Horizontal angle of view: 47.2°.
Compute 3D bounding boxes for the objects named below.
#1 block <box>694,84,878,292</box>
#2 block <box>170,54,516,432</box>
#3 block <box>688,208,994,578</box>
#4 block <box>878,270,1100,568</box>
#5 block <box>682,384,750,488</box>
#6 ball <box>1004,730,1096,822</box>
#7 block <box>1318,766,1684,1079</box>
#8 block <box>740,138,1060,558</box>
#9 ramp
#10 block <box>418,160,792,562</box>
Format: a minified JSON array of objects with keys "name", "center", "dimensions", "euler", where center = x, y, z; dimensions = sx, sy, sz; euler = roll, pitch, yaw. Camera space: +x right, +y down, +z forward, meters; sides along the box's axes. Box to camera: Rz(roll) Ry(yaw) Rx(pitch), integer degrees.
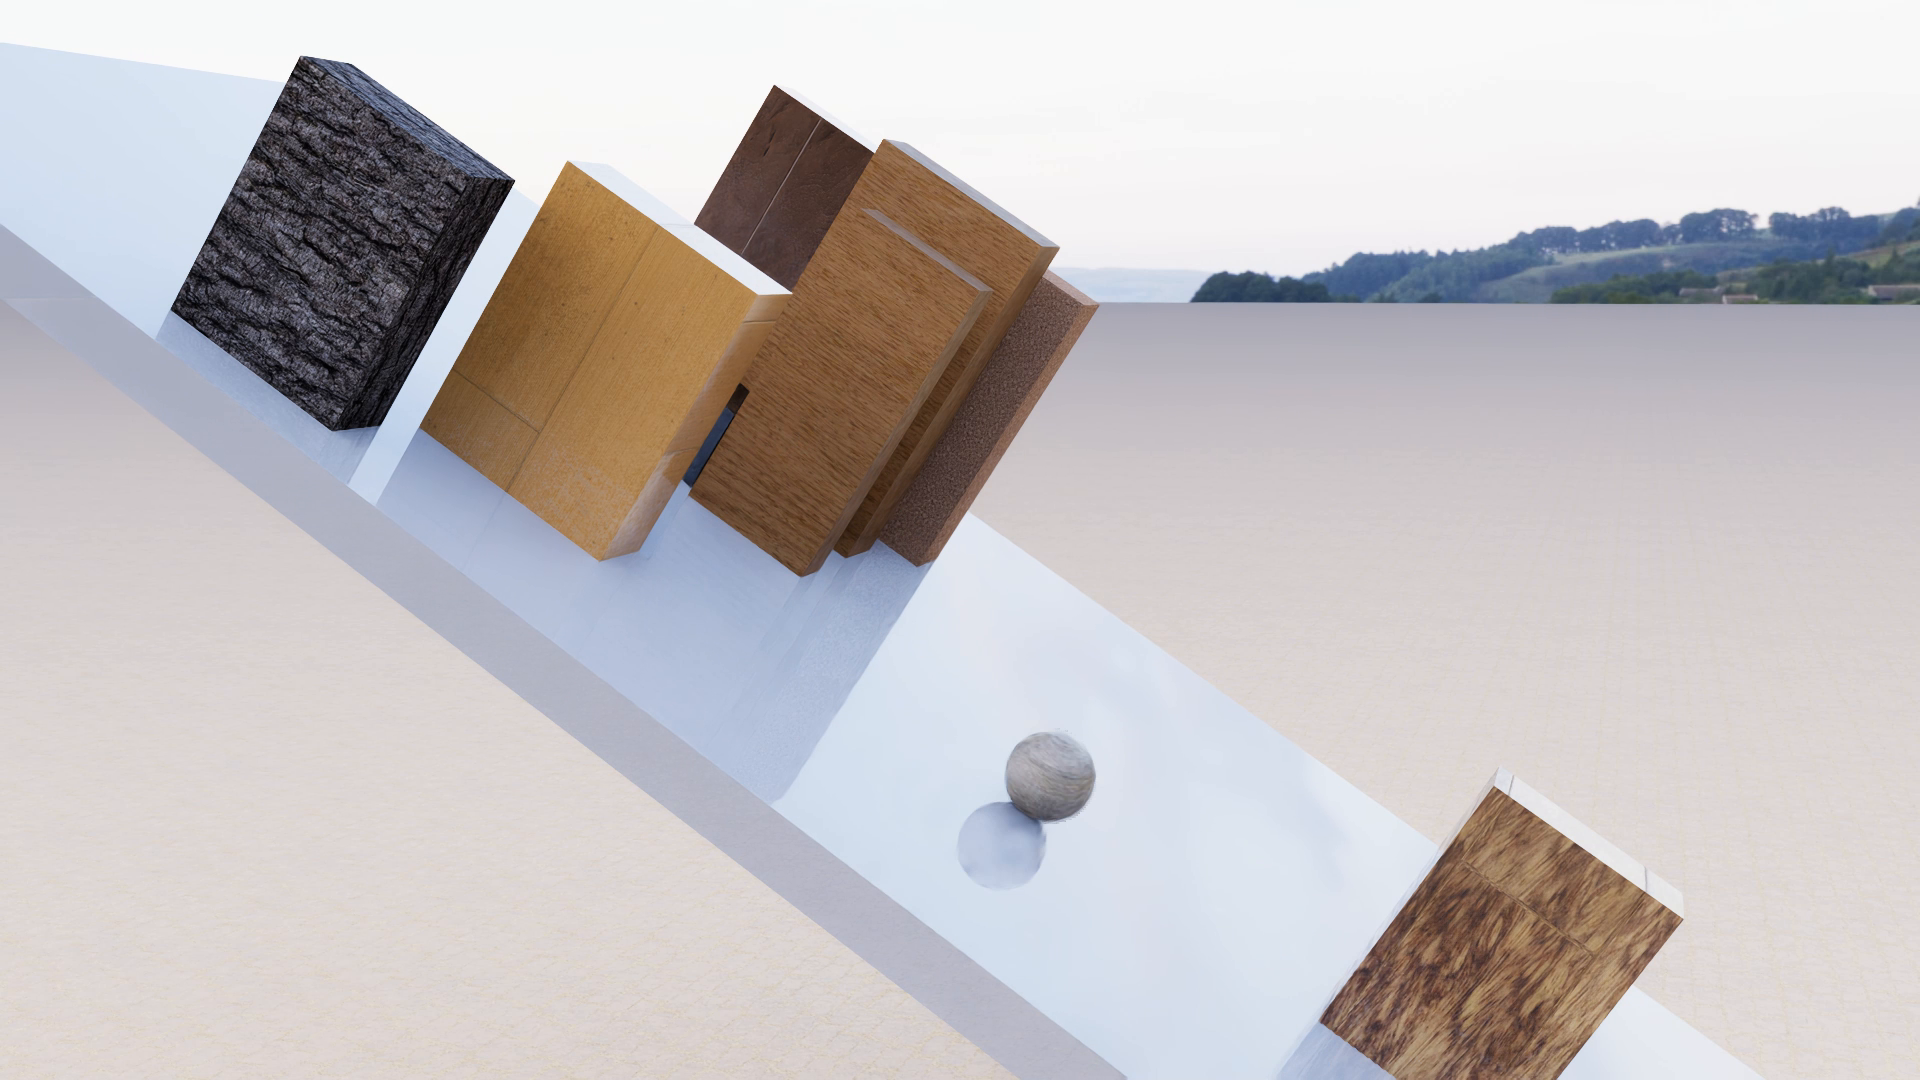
[{"name":"block","center":[-0.428,-0.702,5.034],"dimensions":[0.312,0.585,0.118],"euler":[36,15,10]},{"name":"block","center":[-0.965,-0.460,3.434],"dimensions":[0.340,0.461,0.140],"euler":[36,15,10]},{"name":"block","center":[-0.221,-0.266,4.012],"dimensions":[0.266,0.624,0.093],"euler":[36,15,10]},{"name":"block","center":[-0.073,-0.332,4.496],"dimensions":[0.426,0.635,0.129],"euler":[36,15,10]},{"name":"block","center":[-0.471,-0.206,4.206],"dimensions":[0.166,0.166,0.166],"euler":[41,17,29]},{"name":"ball","center":[0.148,0.388,3.623],"dimensions":[0.150,0.150,0.150],"euler":[0,7,0]},{"name":"block","center":[0.867,0.671,3.537],"dimensions":[0.346,0.487,0.149],"euler":[36,15,10]},{"name":"block","center":[-0.163,-0.369,4.275],"dimensions":[0.372,0.716,0.140],"euler":[36,15,10]},{"name":"ramp","center":[-0.127,0.213,4.099],"dimensions":[4.000,0.100,2.000],"euler":[36,15,10]},{"name":"block","center":[-0.580,-0.292,3.584],"dimensions":[0.386,0.513,0.147],"euler":[36,15,10]}]
